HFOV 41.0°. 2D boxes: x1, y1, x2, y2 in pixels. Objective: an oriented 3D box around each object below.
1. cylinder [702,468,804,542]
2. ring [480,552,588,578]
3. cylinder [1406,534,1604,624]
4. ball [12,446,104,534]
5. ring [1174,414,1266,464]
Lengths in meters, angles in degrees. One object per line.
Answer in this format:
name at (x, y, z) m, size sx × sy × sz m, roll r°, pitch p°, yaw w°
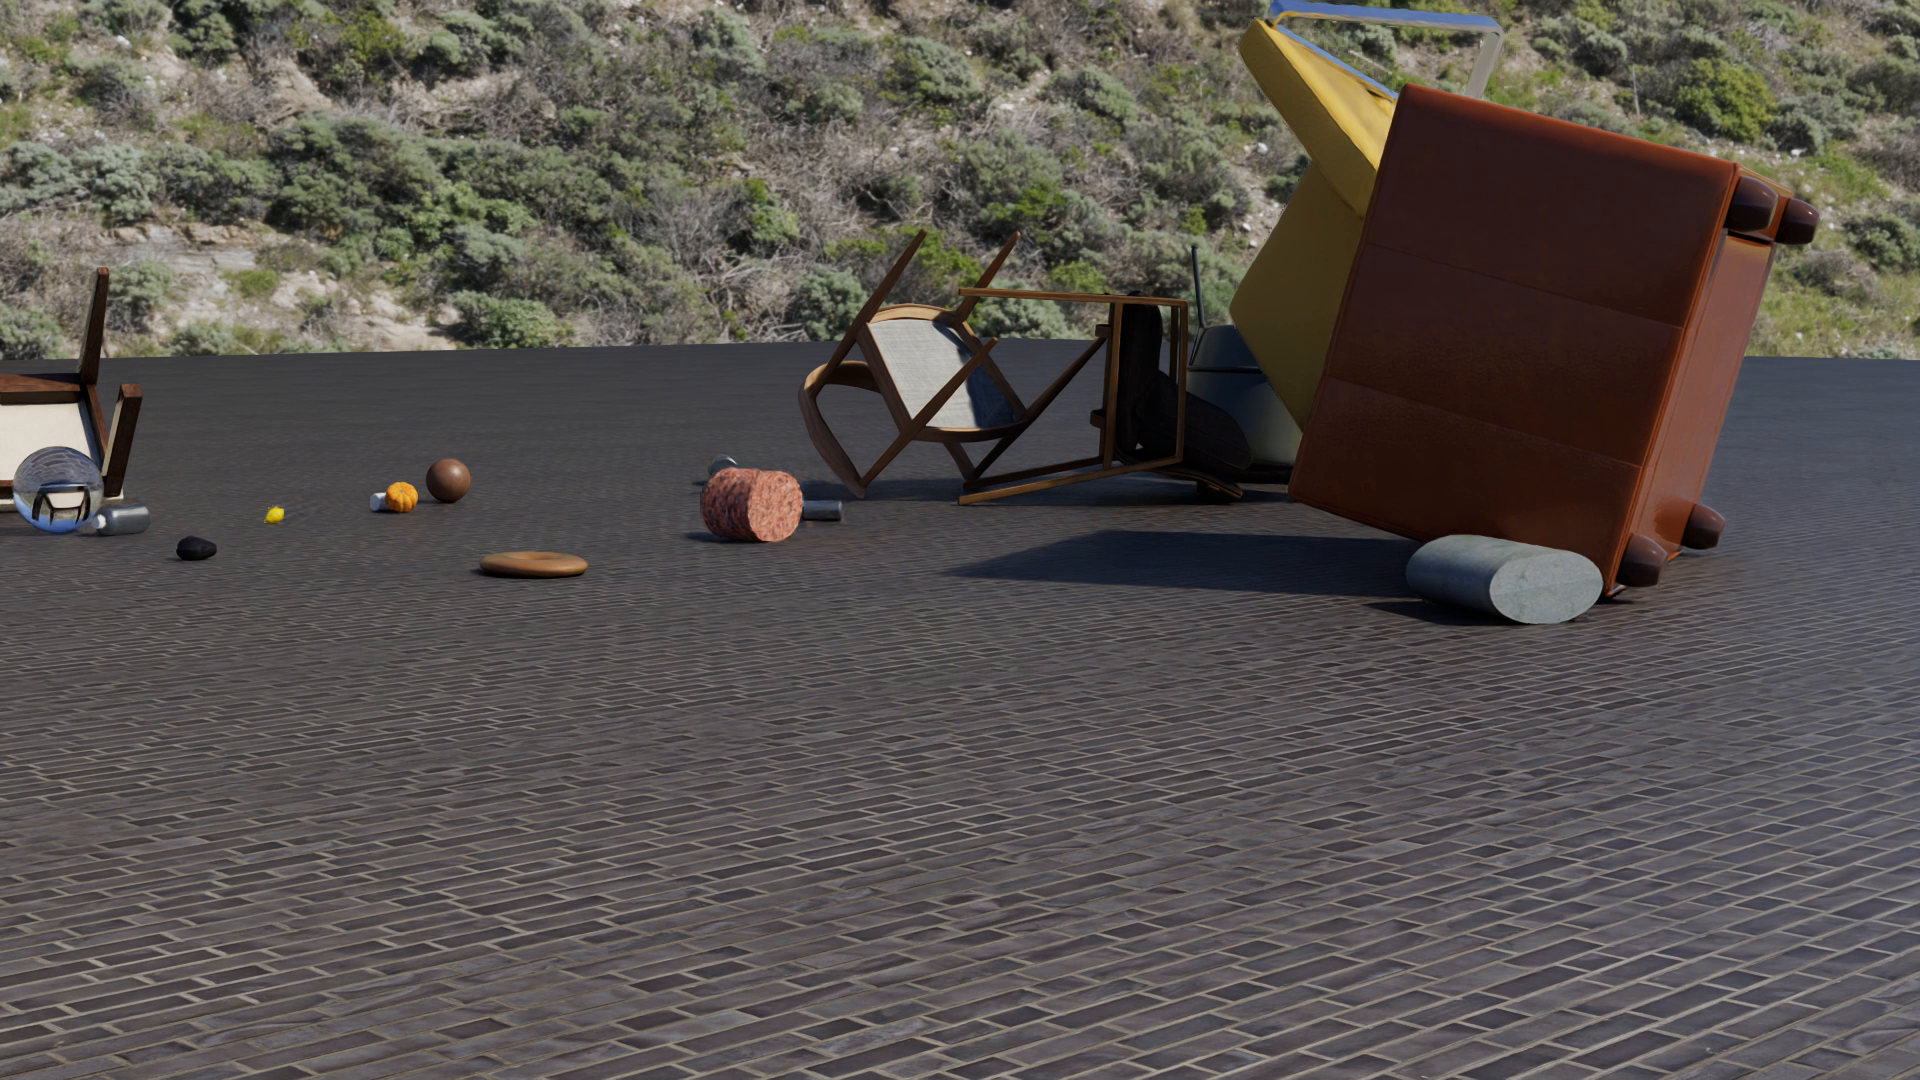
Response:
cylinder at (-0.520, -0.089, 6.415) m, size 0.185 × 0.172 × 0.181 m, roll 6°, pitch 51°, yaw 46°
ring at (-0.947, 0.054, 5.701) m, size 0.217 × 0.039 × 0.281 m, roll -5°, pitch 8°, yaw -44°
cylinder at (1.056, 0.074, 4.996) m, size 0.251 × 0.143 × 0.307 m, roll -3°, pitch 6°, yaw -20°
ball at (-2.312, -0.130, 6.576) m, size 0.224 × 0.224 × 0.224 m, roll 0°, pitch 6°, yaw 0°
ring at (0.929, -0.359, 9.147) m, size 0.311 × 0.156 × 0.387 m, roll 2°, pitch 7°, yaw 36°
